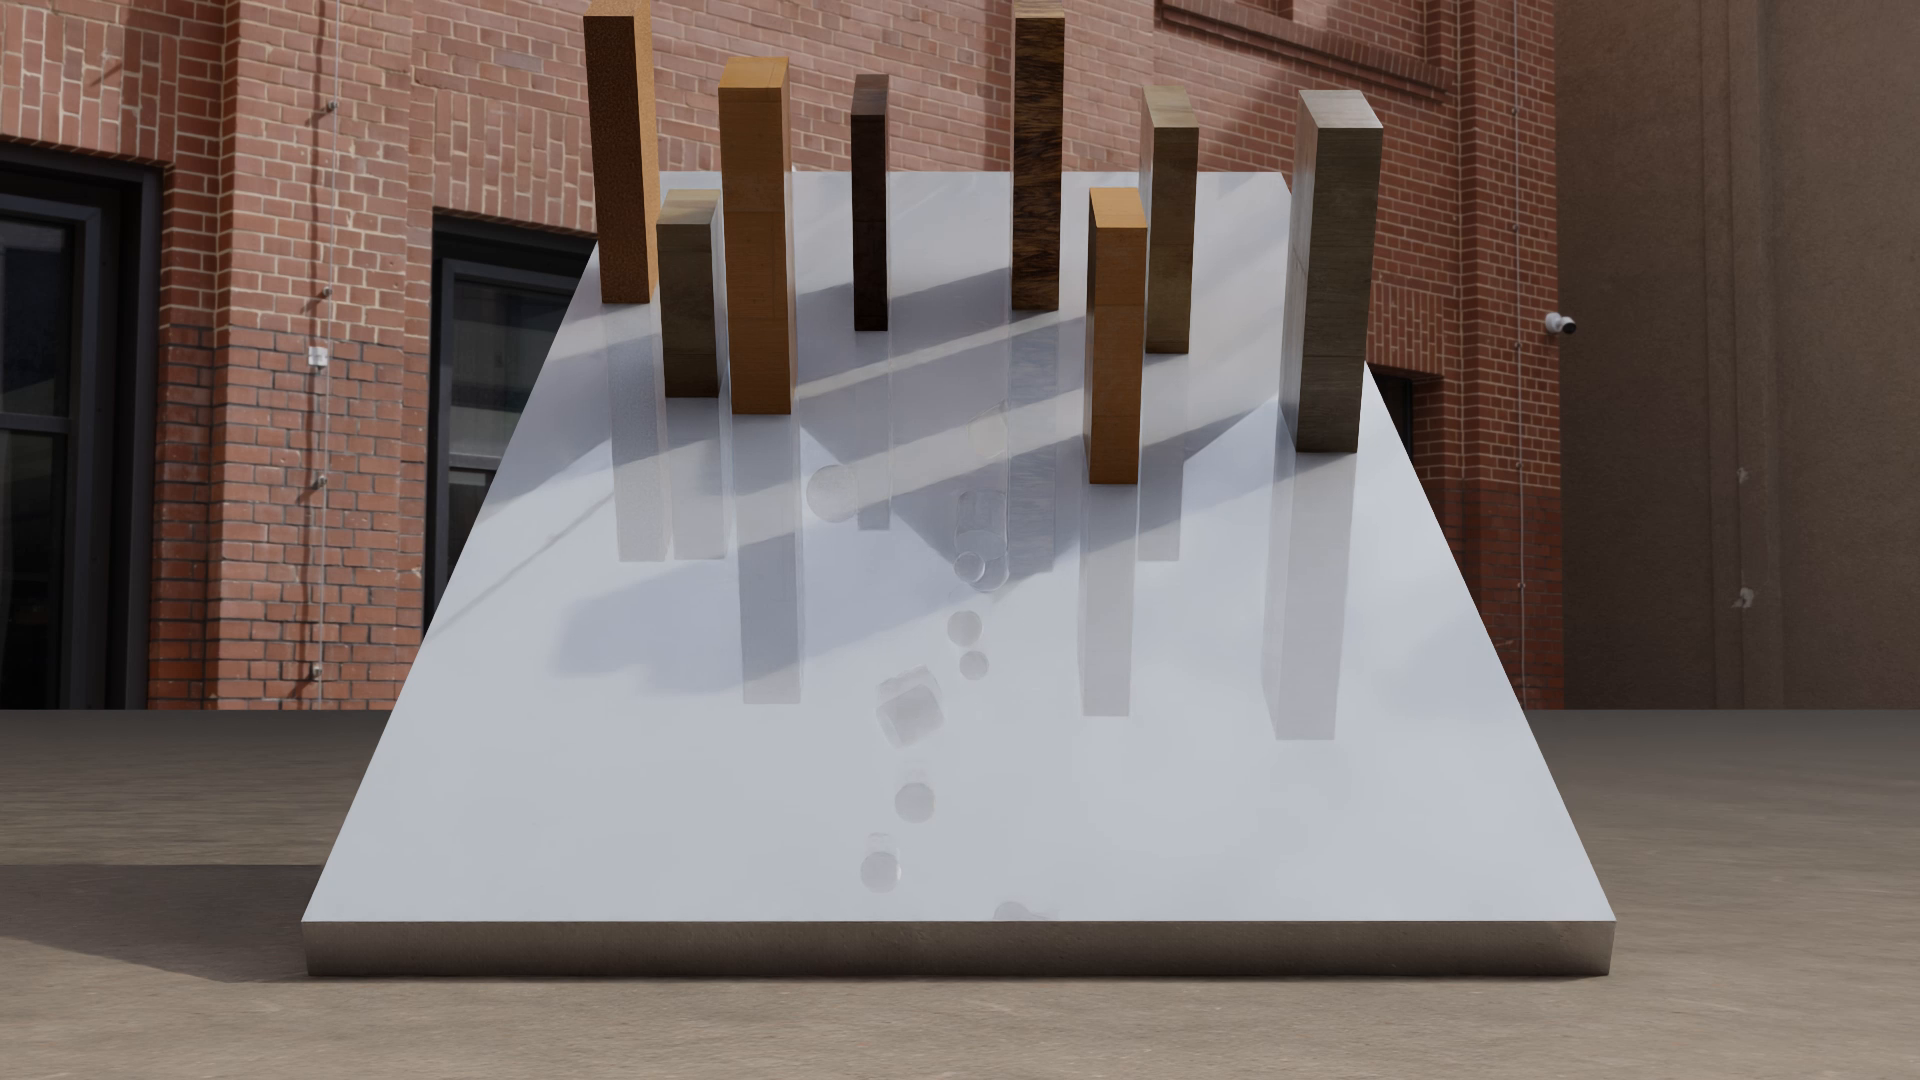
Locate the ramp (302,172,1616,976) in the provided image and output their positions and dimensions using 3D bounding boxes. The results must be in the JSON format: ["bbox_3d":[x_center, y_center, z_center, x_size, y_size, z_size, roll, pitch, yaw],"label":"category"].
[{"bbox_3d":[-0.009,-0.229,5.395,2.000,0.100,4.000,0,25,0],"label":"ramp"}]

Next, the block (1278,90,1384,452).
[{"bbox_3d":[0.815,-0.594,5.193,0.136,0.736,0.311,0,25,0],"label":"block"}]

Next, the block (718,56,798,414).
[{"bbox_3d":[-0.457,-0.694,5.366,0.136,0.763,0.275,0,25,0],"label":"block"}]

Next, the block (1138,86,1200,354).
[{"bbox_3d":[0.509,-0.799,5.823,0.105,0.568,0.391,0,25,0],"label":"block"}]

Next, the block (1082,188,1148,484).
[{"bbox_3d":[0.331,-0.441,5.056,0.103,0.574,0.283,0,25,0],"label":"block"}]

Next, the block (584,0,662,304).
[{"bbox_3d":[-0.867,-1.024,6.082,0.124,0.745,0.332,0,25,0],"label":"block"}]

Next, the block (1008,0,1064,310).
[{"bbox_3d":[0.194,-1.009,6.048,0.121,0.754,0.348,0,25,0],"label":"block"}]

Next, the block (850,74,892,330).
[{"bbox_3d":[-0.224,-0.862,5.968,0.084,0.554,0.397,0,25,0],"label":"block"}]

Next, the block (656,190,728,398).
[{"bbox_3d":[-0.629,-0.583,5.530,0.123,0.422,0.274,0,25,0],"label":"block"}]
